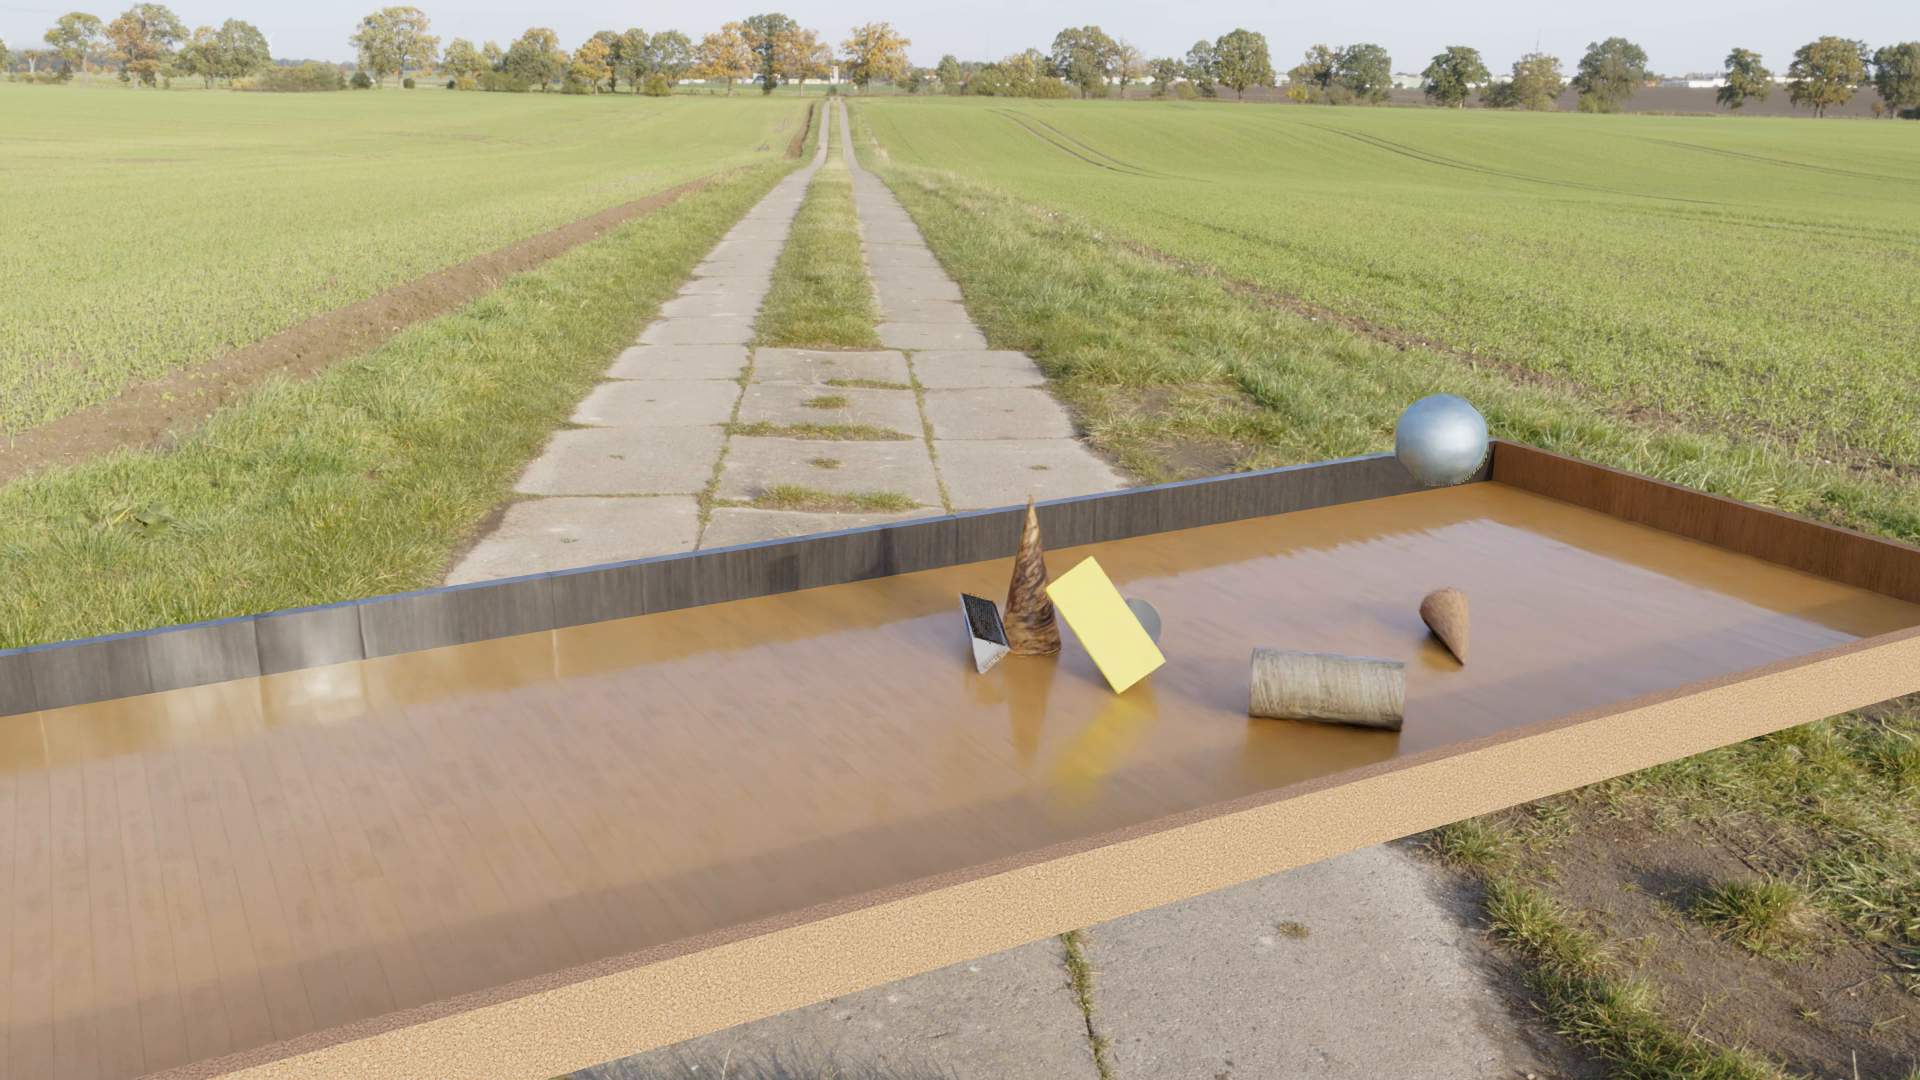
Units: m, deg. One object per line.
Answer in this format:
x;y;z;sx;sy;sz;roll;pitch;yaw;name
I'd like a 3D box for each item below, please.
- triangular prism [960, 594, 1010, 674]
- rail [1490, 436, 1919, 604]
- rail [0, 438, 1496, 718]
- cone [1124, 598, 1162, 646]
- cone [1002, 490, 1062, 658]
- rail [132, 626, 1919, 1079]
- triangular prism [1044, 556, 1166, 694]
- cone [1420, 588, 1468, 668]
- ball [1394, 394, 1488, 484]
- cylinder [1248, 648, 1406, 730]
0.045;0.227;4.345;0.102;0.088;0.361;-41;16;7;triangular prism
2.466;-0.048;5.253;0.050;0.150;2.100;-9;18;-27;rail
-3.305;0.497;3.399;12.000;0.150;0.050;-9;18;-27;rail
0.480;0.223;4.466;0.151;0.151;0.307;3;3;10;cone
0.185;0.076;4.334;0.172;0.430;0.172;0;16;0;cone
-2.336;1.006;1.665;12.000;0.150;0.050;-9;18;-27;rail
0.369;0.214;4.133;0.142;0.317;0.123;-36;-9;7;triangular prism
1.307;0.259;4.361;0.126;0.126;0.305;1;28;4;cone
1.238;-0.258;4.249;0.232;0.232;0.232;0;16;0;ball
0.862;0.349;3.878;0.350;0.163;0.163;4;17;14;cylinder
